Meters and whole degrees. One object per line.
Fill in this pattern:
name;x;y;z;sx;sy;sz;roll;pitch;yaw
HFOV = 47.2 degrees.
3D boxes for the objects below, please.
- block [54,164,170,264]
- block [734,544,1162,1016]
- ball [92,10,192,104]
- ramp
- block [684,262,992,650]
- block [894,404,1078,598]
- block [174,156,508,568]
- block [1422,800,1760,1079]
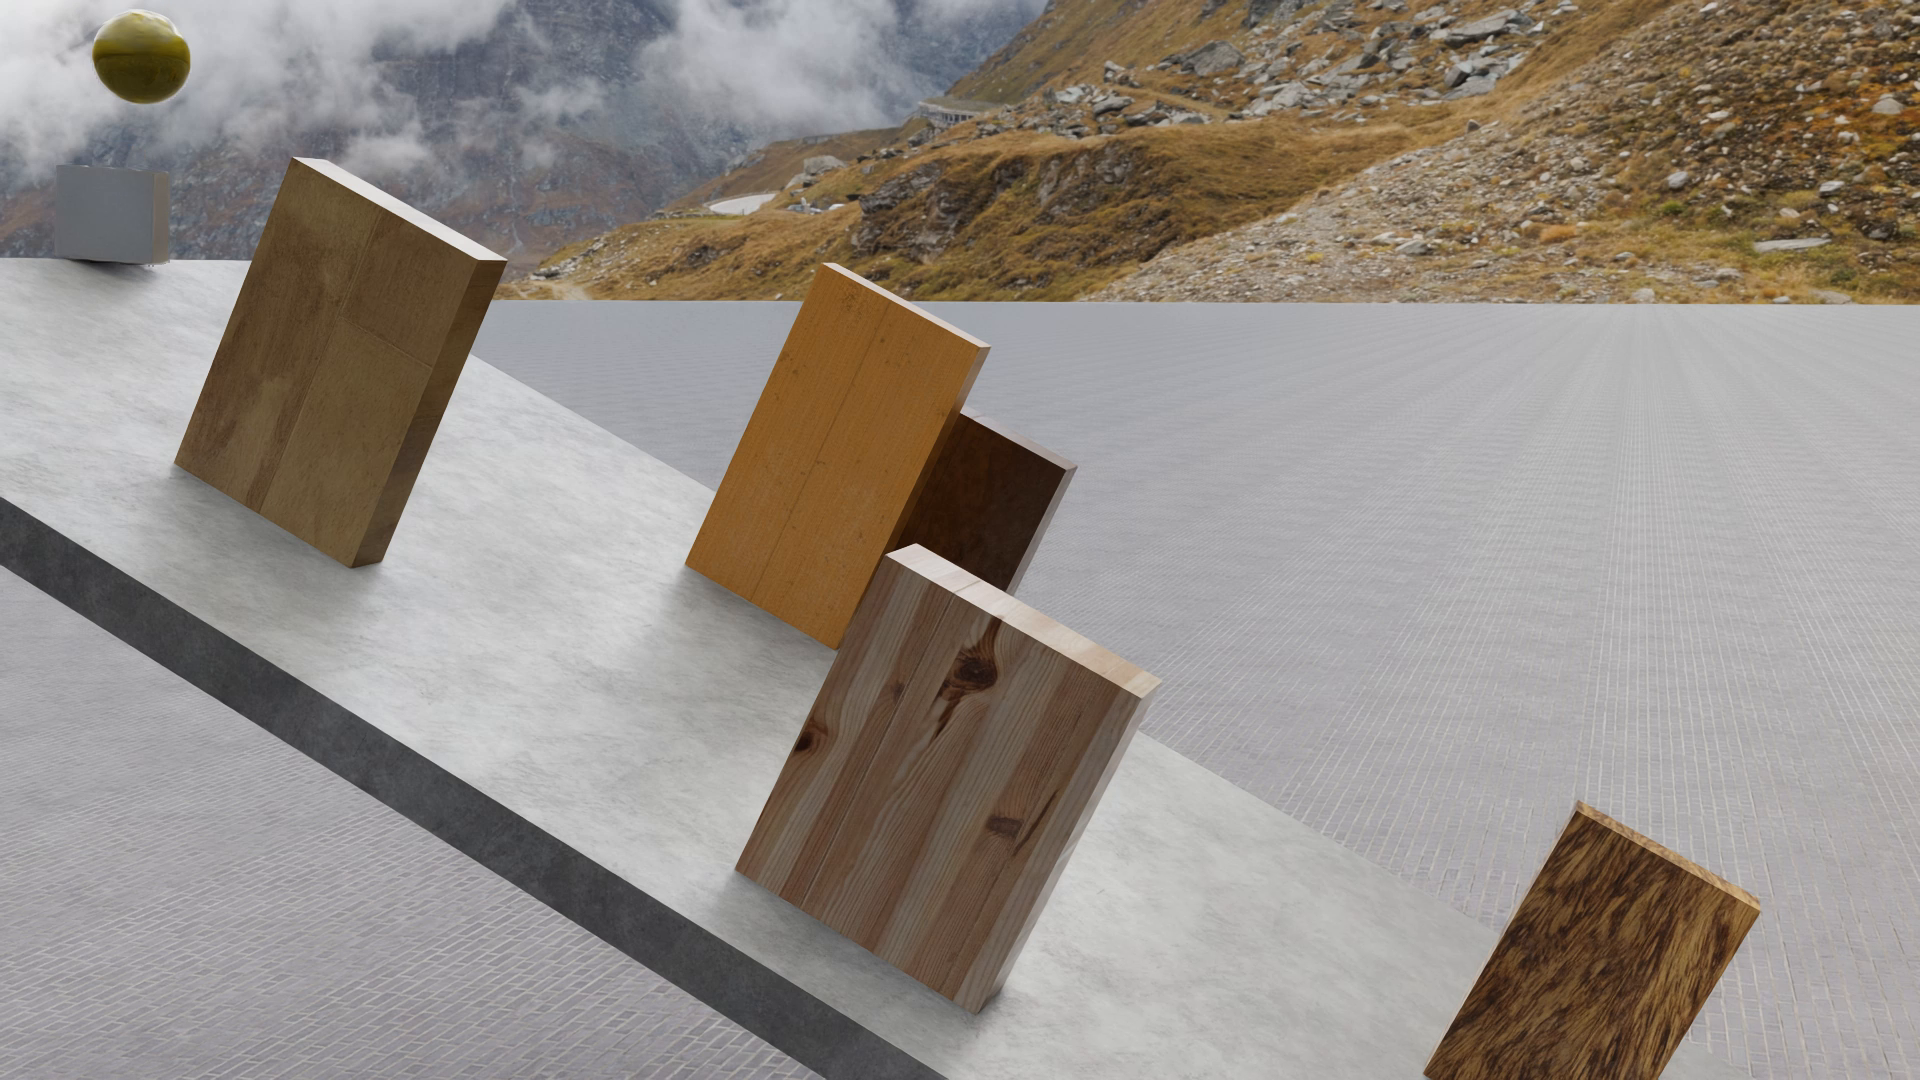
block;-1.834;-0.706;4.766;0.196;0.196;0.196;3;8;-11
block;-0.021;0.359;3.347;0.435;0.556;0.147;29;14;12
ball;-1.503;-0.887;4.040;0.170;0.170;0.170;0;7;0
ramp;-0.242;0.407;4.158;4.000;0.100;2.000;29;14;12
block;-0.259;-0.172;4.564;0.378;0.705;0.081;29;14;12
block;0.000;-0.022;4.927;0.332;0.493;0.111;29;14;12
block;-1.081;-0.307;3.821;0.392;0.592;0.101;29;14;12
block;1.090;0.777;3.819;0.338;0.551;0.083;29;14;12
